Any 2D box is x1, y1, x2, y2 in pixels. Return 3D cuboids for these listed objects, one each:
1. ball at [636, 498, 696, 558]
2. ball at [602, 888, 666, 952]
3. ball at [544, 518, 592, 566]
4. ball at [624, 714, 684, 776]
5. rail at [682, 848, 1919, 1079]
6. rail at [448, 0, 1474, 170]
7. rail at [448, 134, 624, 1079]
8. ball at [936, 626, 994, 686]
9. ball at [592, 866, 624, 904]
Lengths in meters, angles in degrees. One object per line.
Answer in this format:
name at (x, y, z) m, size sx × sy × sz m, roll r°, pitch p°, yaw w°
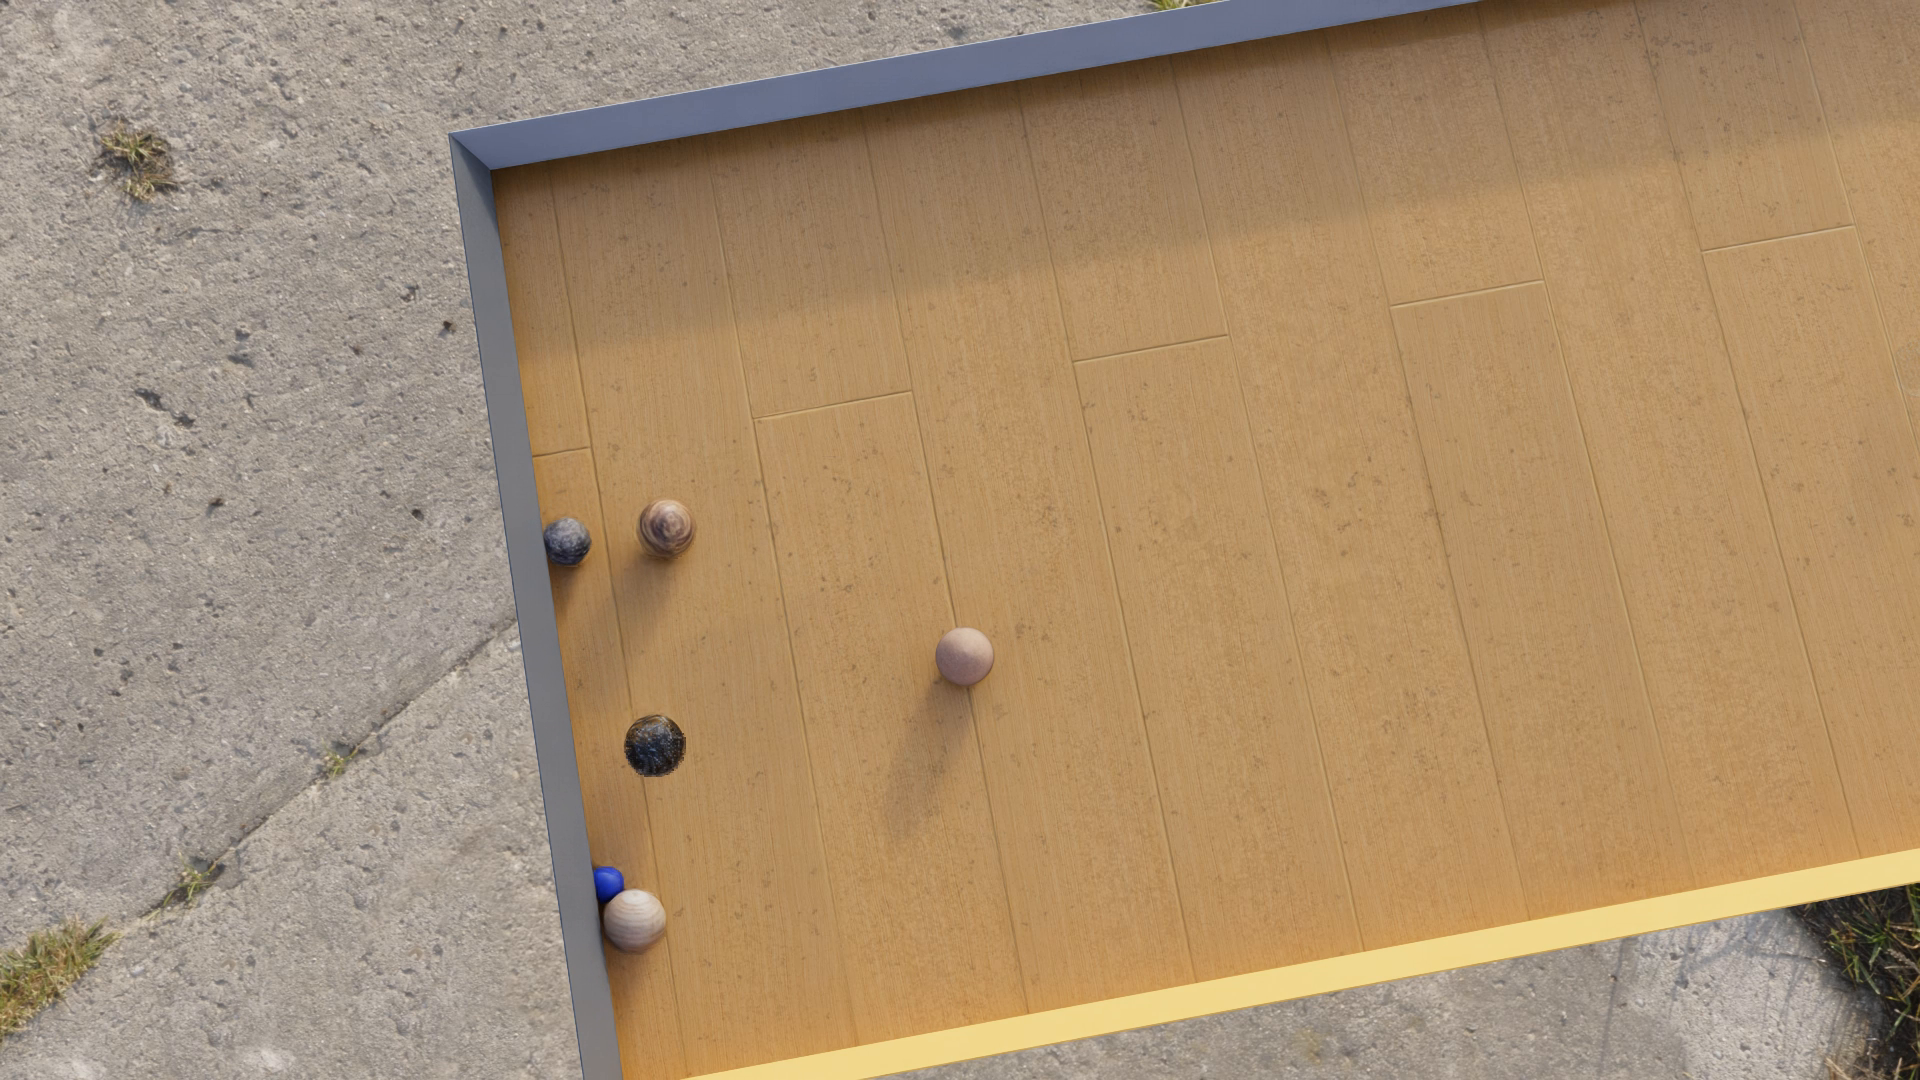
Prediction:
ball at (-0.442, -0.018, 3.298) m, size 0.089 × 0.089 × 0.089 m, roll 0°, pitch 78°, yaw 0°
ball at (-0.470, 0.550, 3.178) m, size 0.091 × 0.091 × 0.091 m, roll 0°, pitch 78°, yaw 0°
ball at (-0.591, 0.002, 3.303) m, size 0.072 × 0.072 × 0.072 m, roll 0°, pitch 78°, yaw 0°
ball at (-0.449, 0.301, 3.232) m, size 0.088 × 0.088 × 0.088 m, roll 0°, pitch 78°, yaw 0°
rail at (0.776, 0.578, 3.157) m, size 2.628 × 0.118 × 0.045 m, roll -10°, pitch 78°, yaw -2°
rail at (0.516, -0.817, 3.450) m, size 2.628 × 0.118 × 0.045 m, roll -10°, pitch 78°, yaw -2°
rail at (-0.623, 0.107, 3.256) m, size 0.045 × 0.118 × 1.496 m, roll -10°, pitch 78°, yaw -2°
ball at (0.007, 0.172, 3.259) m, size 0.088 × 0.088 × 0.088 m, roll 0°, pitch 78°, yaw 0°
ball at (-0.517, 0.503, 3.207) m, size 0.054 × 0.054 × 0.054 m, roll 0°, pitch 78°, yaw 0°
